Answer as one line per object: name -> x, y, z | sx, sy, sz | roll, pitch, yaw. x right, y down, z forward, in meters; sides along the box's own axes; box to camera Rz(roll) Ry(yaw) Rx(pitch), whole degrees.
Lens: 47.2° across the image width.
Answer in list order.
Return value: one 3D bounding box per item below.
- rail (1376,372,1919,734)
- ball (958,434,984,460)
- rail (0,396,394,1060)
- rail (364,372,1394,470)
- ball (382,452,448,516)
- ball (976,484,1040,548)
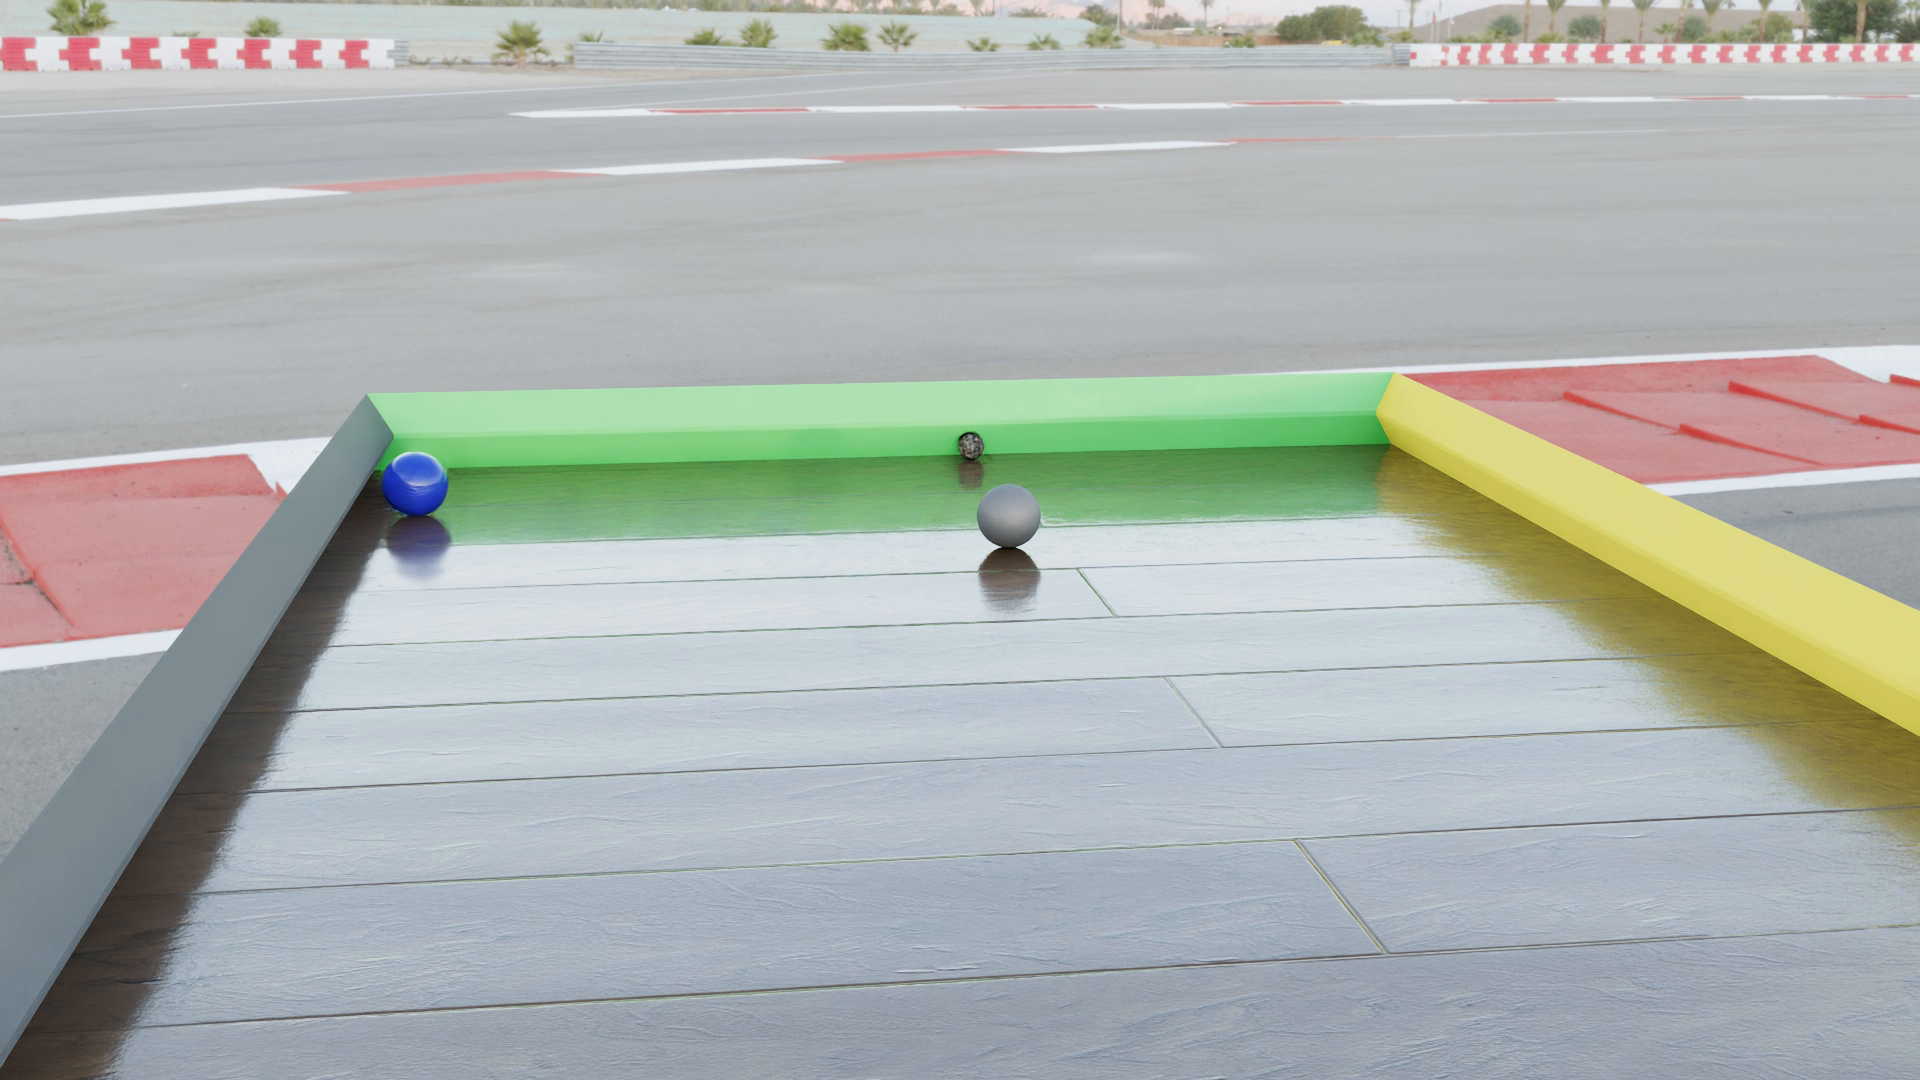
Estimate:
rail -> 0.924, 0.117, 2.262 | 0.045, 0.122, 3.060 | -2, 13, -8
ball -> 0.018, -0.153, 3.610 | 0.043, 0.043, 0.043 | 0, 13, 0
rail -> -0.714, 0.168, 2.041 | 0.045, 0.122, 3.060 | -2, 13, -8
rail -> -0.102, -0.194, 3.606 | 1.701, 0.122, 0.045 | -2, 13, -8
ball -> -0.789, -0.081, 3.185 | 0.094, 0.094, 0.094 | 0, 13, 0
ball -> 0.066, -0.033, 2.989 | 0.087, 0.087, 0.087 | 0, 13, 0
